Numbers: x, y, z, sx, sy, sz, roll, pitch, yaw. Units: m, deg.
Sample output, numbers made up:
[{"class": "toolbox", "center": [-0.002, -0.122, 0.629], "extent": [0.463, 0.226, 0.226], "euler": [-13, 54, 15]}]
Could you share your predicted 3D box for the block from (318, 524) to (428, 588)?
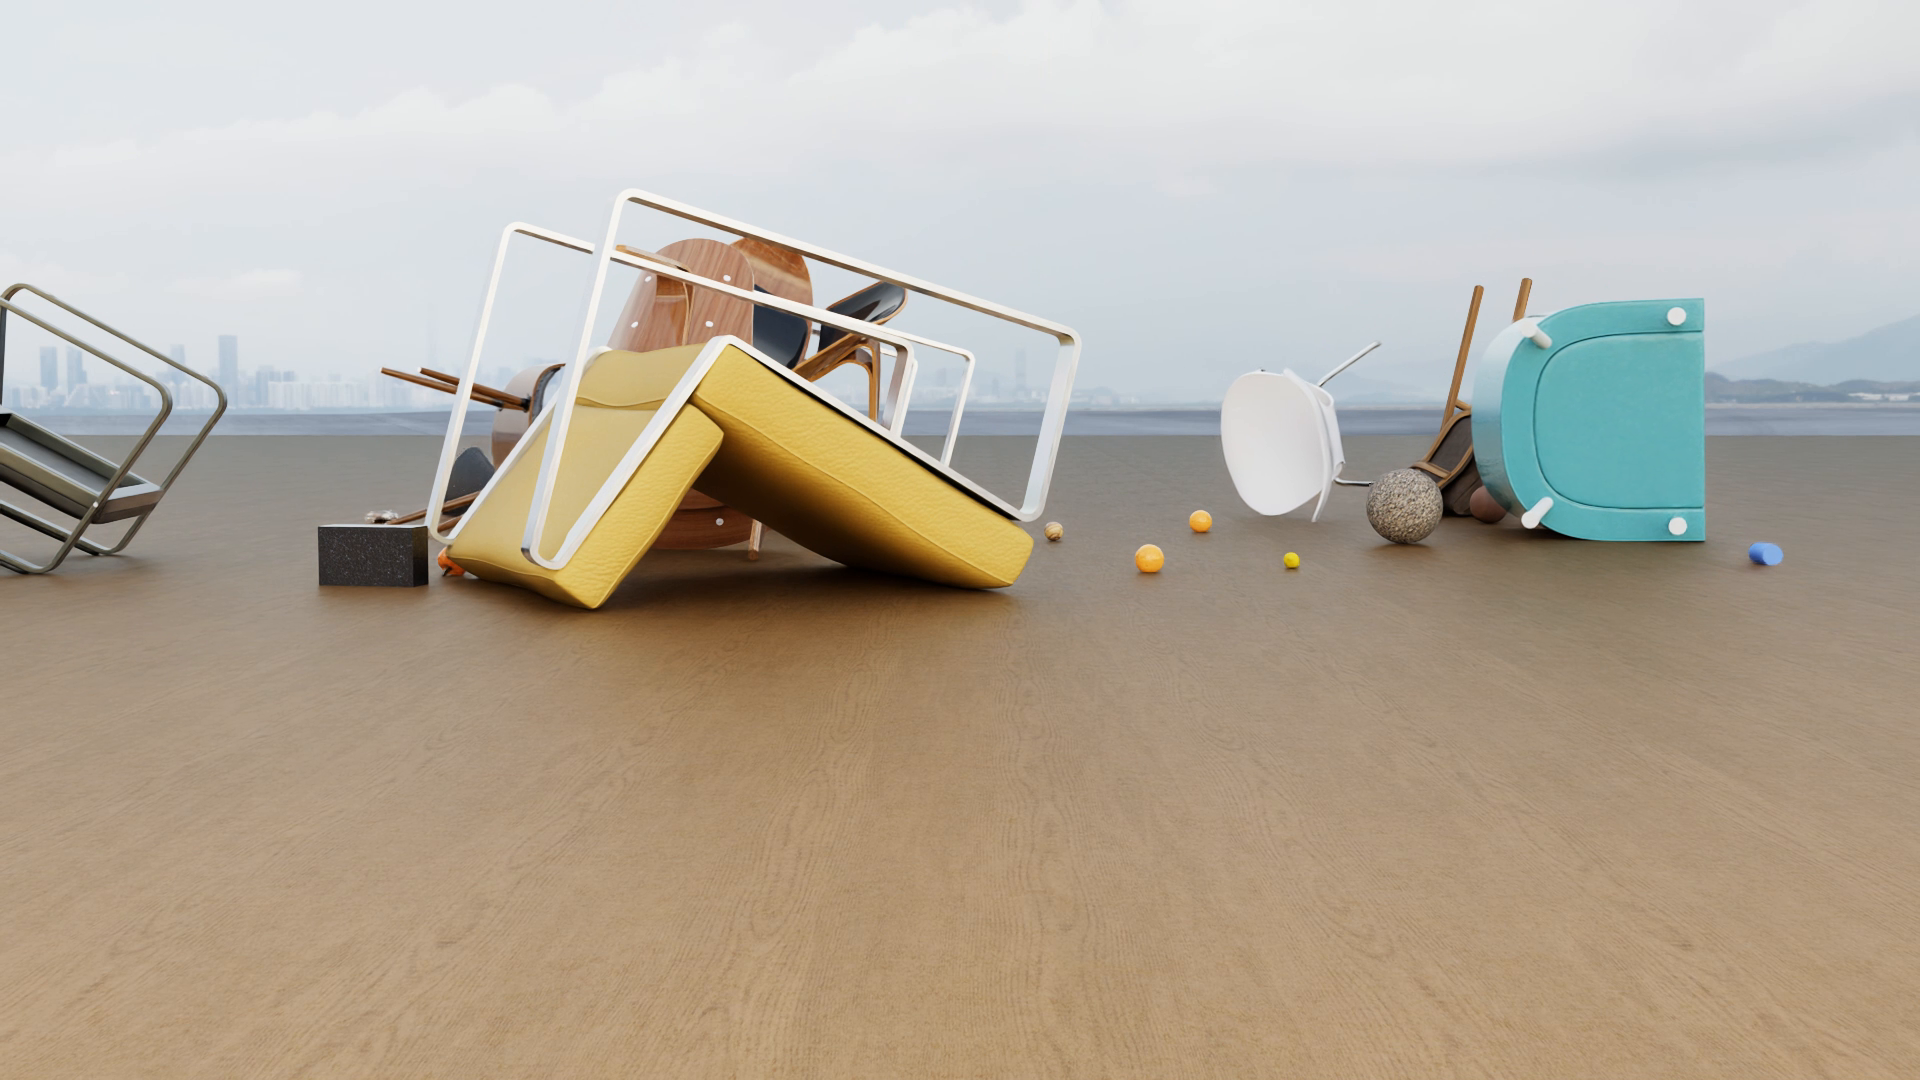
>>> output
[{"class": "block", "center": [-1.346, 0.035, 5.047], "extent": [0.232, 0.135, 0.080], "euler": [1, 4, 11]}]

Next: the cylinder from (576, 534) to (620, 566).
[{"class": "cylinder", "center": [-0.918, 0.025, 5.588], "extent": [0.072, 0.080, 0.089], "euler": [2, 21, 29]}]

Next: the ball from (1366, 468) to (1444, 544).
[{"class": "ball", "center": [1.291, -0.099, 6.383], "extent": [0.220, 0.220, 0.220], "euler": [0, 4, 0]}]

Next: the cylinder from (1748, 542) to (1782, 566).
[{"class": "cylinder", "center": [2.065, 0.036, 5.639], "extent": [0.056, 0.053, 0.069], "euler": [16, 1, -11]}]

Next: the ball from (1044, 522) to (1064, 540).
[{"class": "ball", "center": [0.277, -0.026, 6.503], "extent": [0.057, 0.057, 0.057], "euler": [0, 4, 0]}]

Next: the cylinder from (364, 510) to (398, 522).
[{"class": "cylinder", "center": [-1.959, -0.078, 7.438], "extent": [0.060, 0.034, 0.092], "euler": [-4, 5, 37]}]

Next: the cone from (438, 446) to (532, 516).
[{"class": "cone", "center": [-1.637, -0.145, 7.761], "extent": [0.297, 0.271, 0.273], "euler": [26, -7, 9]}]
